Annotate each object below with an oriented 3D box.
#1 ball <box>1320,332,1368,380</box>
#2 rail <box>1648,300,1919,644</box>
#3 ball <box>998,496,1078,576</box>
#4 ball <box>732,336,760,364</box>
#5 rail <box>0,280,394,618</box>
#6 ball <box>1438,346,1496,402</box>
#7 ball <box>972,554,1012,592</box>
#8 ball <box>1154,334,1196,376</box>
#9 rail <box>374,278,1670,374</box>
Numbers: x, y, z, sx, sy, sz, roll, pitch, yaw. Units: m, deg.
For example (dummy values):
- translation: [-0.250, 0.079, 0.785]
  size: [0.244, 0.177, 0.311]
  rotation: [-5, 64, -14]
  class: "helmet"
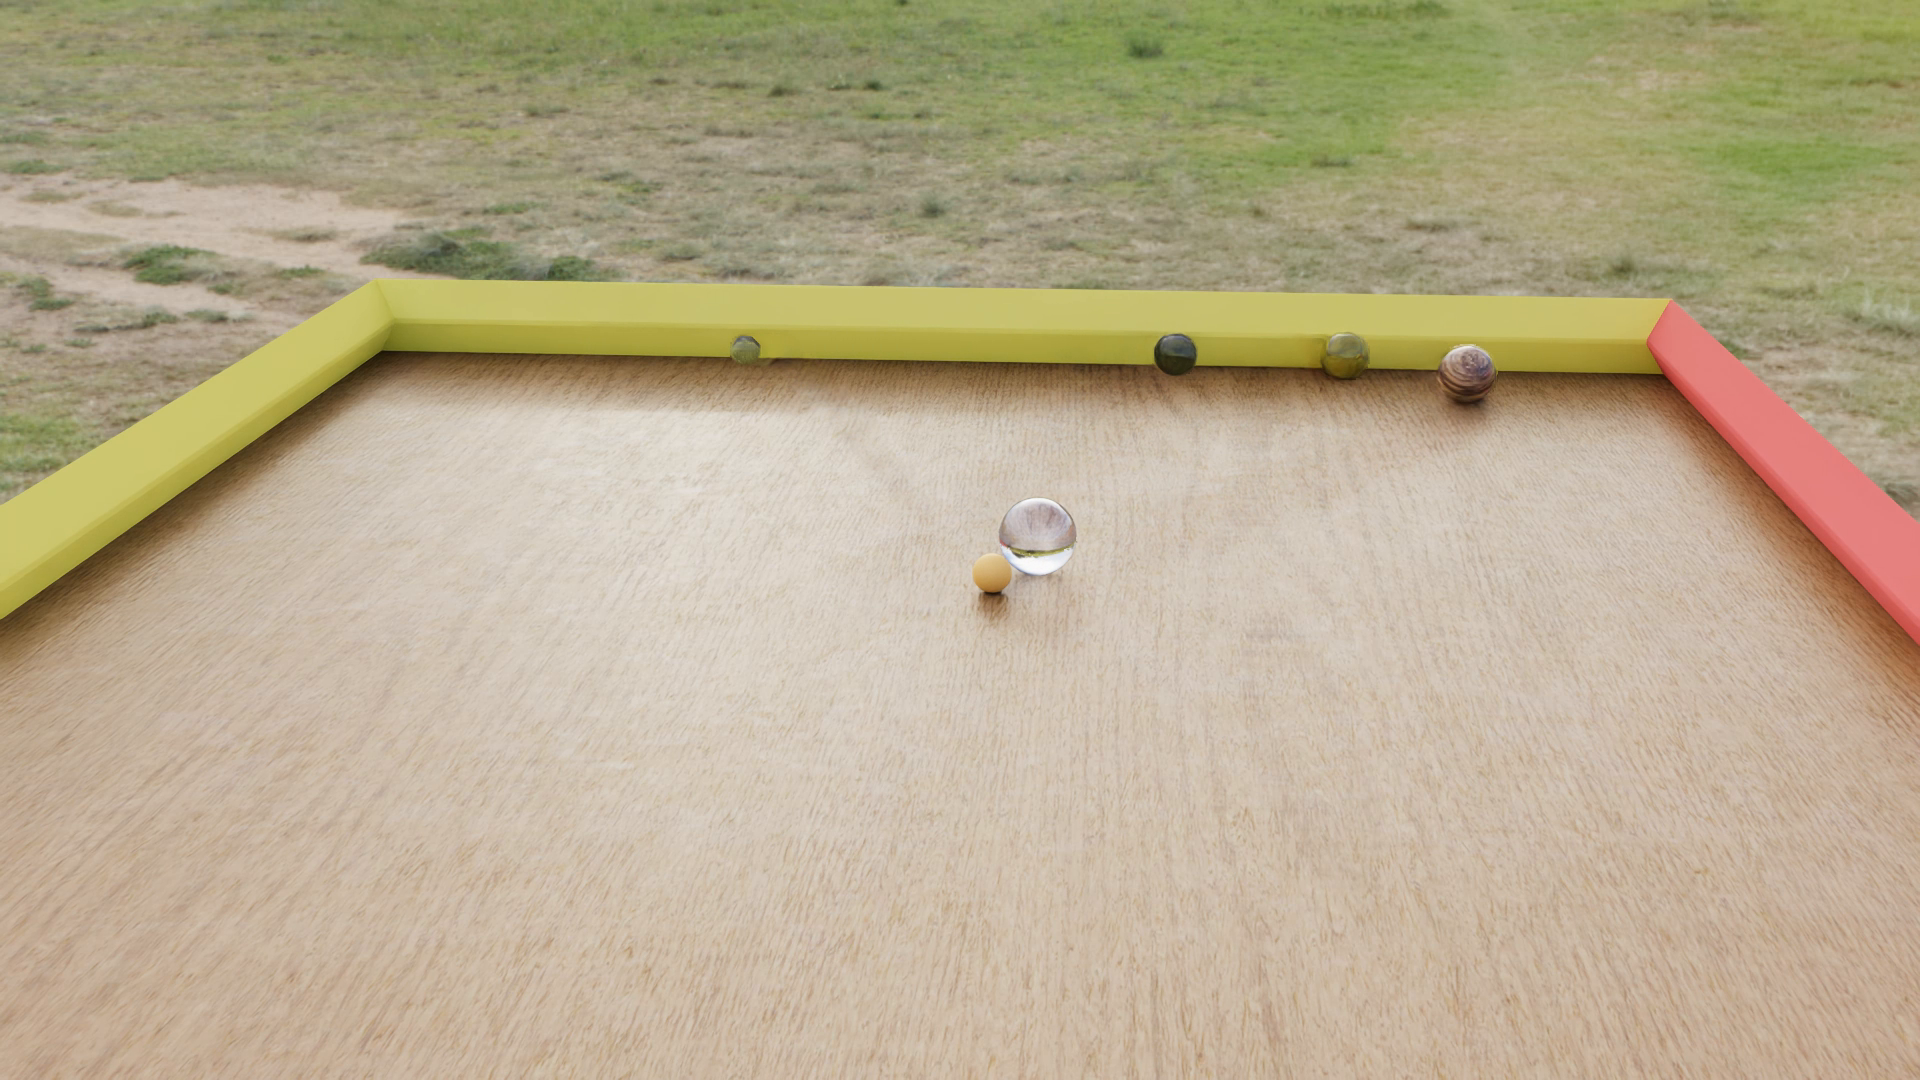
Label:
- translation: [0.644, -0.309, 3.689]
  size: [0.081, 0.081, 0.081]
  rotation: [0, 18, 0]
  class: "ball"
- translation: [1.004, 0.344, 1.627]
  size: [0.045, 0.127, 4.420]
  rotation: [1, 18, 4]
  class: "rail"
- translation: [0.097, -0.005, 2.736]
  size: [0.098, 0.098, 0.098]
  rotation: [0, 18, 0]
  class: "ball"
- translation: [-0.369, -0.328, 3.794]
  size: [0.050, 0.050, 0.050]
  rotation: [0, 18, 0]
  class: "ball"
- translation: [-1.174, 0.292, 1.786]
  size: [0.045, 0.127, 4.420]
  rotation: [1, 18, 4]
  class: "rail"
- translation: [0.817, -0.267, 3.543]
  size: [0.091, 0.091, 0.091]
  rotation: [0, 18, 0]
  class: "ball"
- translation: [0.039, 0.040, 2.679]
  size: [0.048, 0.048, 0.048]
  rotation: [0, 18, 0]
  class: "ball"
- translation: [0.364, -0.314, 3.717]
  size: [0.072, 0.072, 0.072]
  rotation: [0, 18, 0]
  class: "ball"
- translation: [0.083, -0.364, 3.777]
  size: [2.232, 0.127, 0.045]
  rotation: [1, 18, 4]
  class: "rail"
